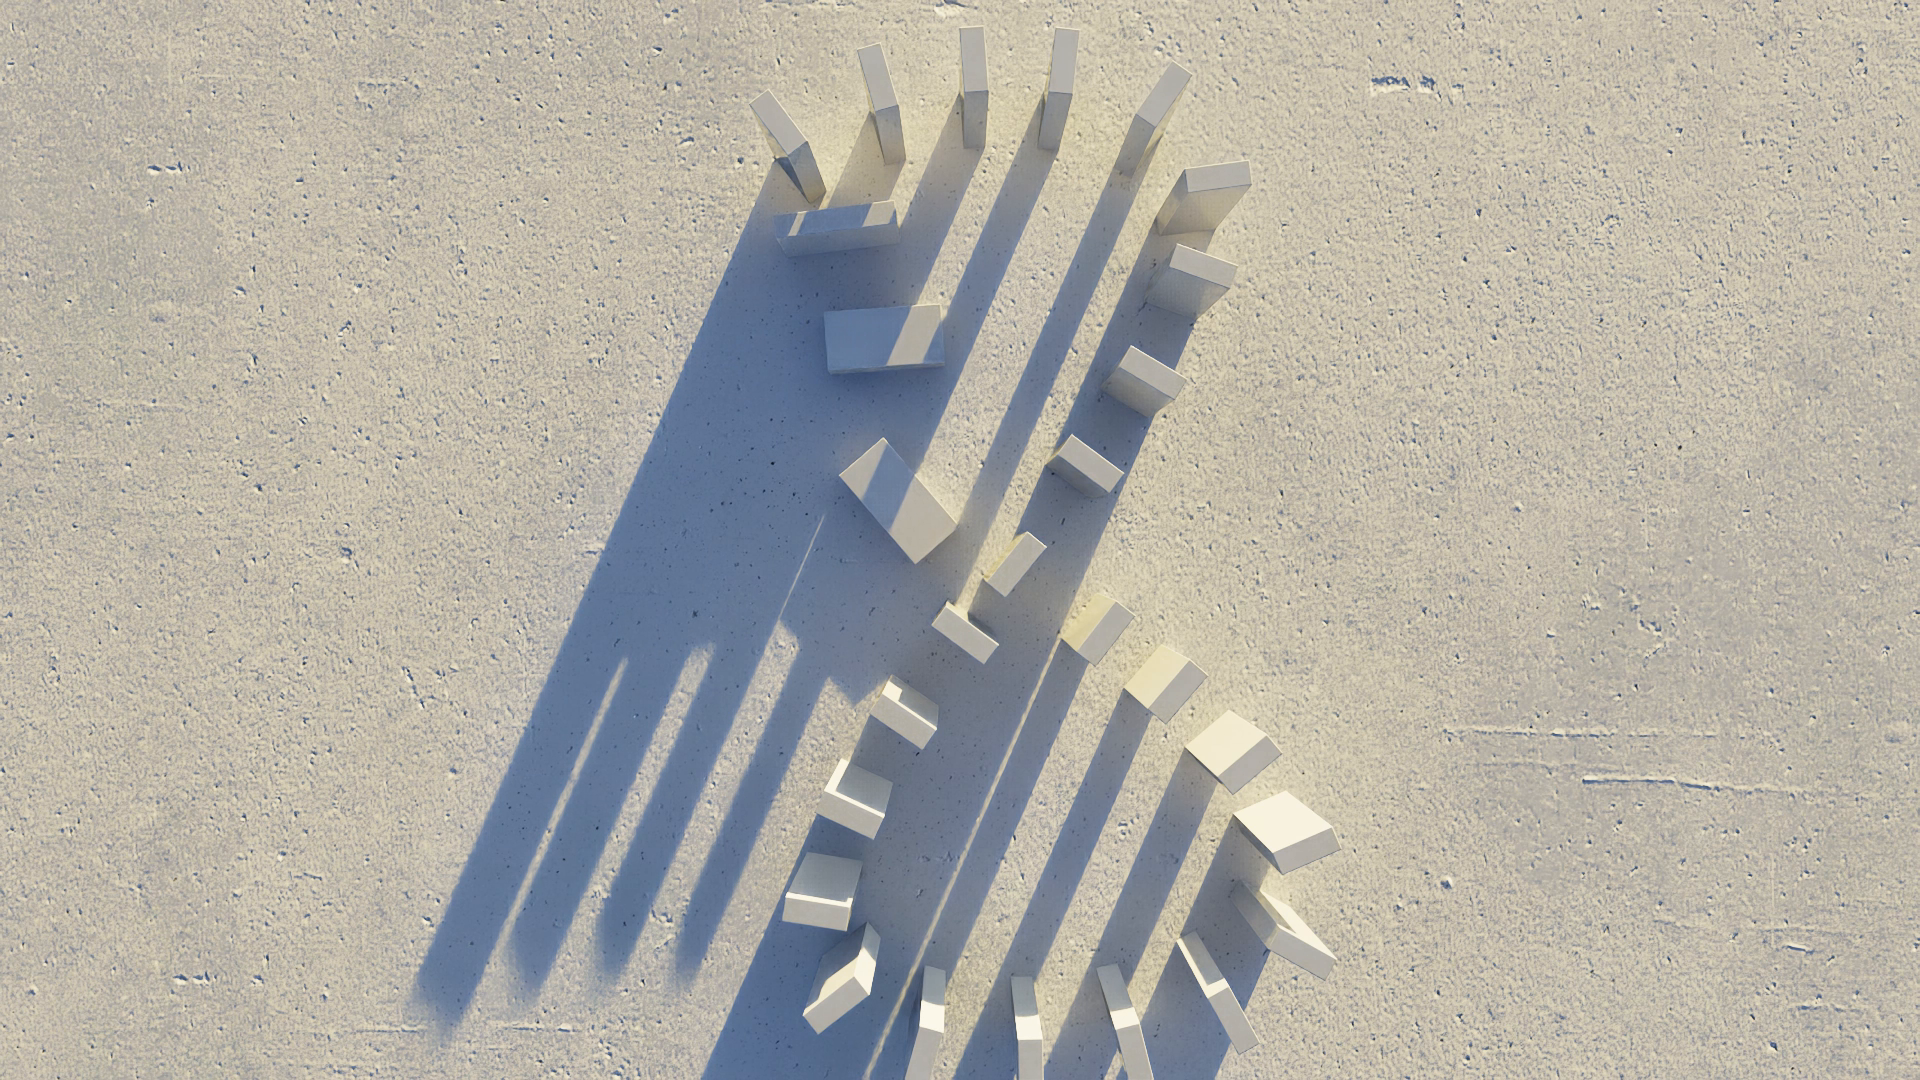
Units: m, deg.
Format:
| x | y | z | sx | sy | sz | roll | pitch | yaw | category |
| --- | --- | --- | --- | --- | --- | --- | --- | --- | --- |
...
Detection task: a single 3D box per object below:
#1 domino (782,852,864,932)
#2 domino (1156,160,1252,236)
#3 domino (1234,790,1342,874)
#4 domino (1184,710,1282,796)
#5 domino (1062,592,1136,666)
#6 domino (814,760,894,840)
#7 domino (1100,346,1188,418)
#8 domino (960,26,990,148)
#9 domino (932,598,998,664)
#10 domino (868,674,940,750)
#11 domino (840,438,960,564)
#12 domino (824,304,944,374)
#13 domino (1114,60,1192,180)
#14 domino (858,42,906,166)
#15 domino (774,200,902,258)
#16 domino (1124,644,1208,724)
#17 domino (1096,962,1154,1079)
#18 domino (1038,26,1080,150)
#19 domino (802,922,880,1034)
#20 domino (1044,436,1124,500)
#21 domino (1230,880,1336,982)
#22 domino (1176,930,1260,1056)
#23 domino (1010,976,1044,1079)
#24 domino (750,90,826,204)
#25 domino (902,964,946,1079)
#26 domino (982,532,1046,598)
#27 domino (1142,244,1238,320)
| x | y | z | sx | sy | sz | roll | pitch | yaw | category |
| --- | --- | --- | --- | --- | --- | --- | --- | --- | --- |
| -0.055 | 0.143 | 0.375 | 0.025 | 0.050 | 0.010 | 9 | 90 | 0 | domino |
| 0.099 | -0.139 | 0.375 | 0.025 | 0.050 | 0.009 | -8 | 90 | 0 | domino |
| 0.133 | 0.119 | 0.375 | 0.025 | 0.050 | 0.009 | -23 | 90 | 0 | domino |
| 0.111 | 0.086 | 0.375 | 0.025 | 0.050 | 0.009 | -40 | 90 | 0 | domino |
| 0.056 | 0.036 | 0.375 | 0.009 | 0.050 | 0.025 | 38 | 90 | 0 | domino |
| -0.042 | 0.105 | 0.375 | 0.025 | 0.050 | 0.009 | 25 | 90 | 0 | domino |
| 0.074 | -0.064 | 0.375 | 0.025 | 0.050 | 0.010 | 31 | 90 | 0 | domino |
| 0.005 | -0.184 | 0.375 | 0.010 | 0.050 | 0.025 | -4 | 90 | 0 | domino |
| 0.002 | 0.036 | 0.375 | 0.025 | 0.050 | 0.010 | 37 | 90 | 0 | domino |
| -0.022 | 0.069 | 0.375 | 0.025 | 0.050 | 0.009 | 34 | 90 | 0 | domino |
| -0.026 | -0.017 | 0.395 | 0.025 | 0.010 | 0.050 | -41 | 90 | 0 | domino |
| -0.032 | -0.087 | 0.395 | 0.050 | 0.010 | 0.025 | -4 | 90 | 0 | domino |
| 0.078 | -0.170 | 0.375 | 0.010 | 0.050 | 0.025 | 35 | 90 | 0 | domino |
| -0.031 | -0.177 | 0.375 | 0.009 | 0.050 | 0.025 | -16 | 90 | 0 | domino |
| -0.051 | -0.131 | 0.388 | 0.050 | 0.025 | 0.009 | -7 | 90 | 0 | domino |
| 0.083 | 0.058 | 0.375 | 0.010 | 0.050 | 0.025 | 41 | 90 | 0 | domino |
| 0.067 | 0.198 | 0.375 | 0.009 | 0.050 | 0.025 | -14 | 90 | 0 | domino |
| 0.040 | -0.183 | 0.375 | 0.010 | 0.050 | 0.025 | 7 | 90 | 0 | domino |
| -0.047 | 0.178 | 0.375 | 0.025 | 0.050 | 0.009 | -38 | 90 | 0 | domino |
| 0.050 | -0.029 | 0.375 | 0.025 | 0.050 | 0.010 | 37 | 90 | 0 | domino |
| 0.131 | 0.158 | 0.375 | 0.025 | 0.050 | 0.010 | 29 | 90 | 0 | domino |
| 0.105 | 0.184 | 0.375 | 0.009 | 0.050 | 0.025 | -29 | 90 | 0 | domino |
| 0.027 | 0.203 | 0.375 | 0.009 | 0.050 | 0.025 | -1 | 90 | 0 | domino |
| -0.069 | -0.160 | 0.375 | 0.010 | 0.050 | 0.025 | -37 | 90 | 0 | domino |
| -0.014 | 0.199 | 0.375 | 0.010 | 0.050 | 0.025 | 16 | 90 | 0 | domino |
| 0.022 | 0.009 | 0.375 | 0.009 | 0.050 | 0.025 | 39 | 90 | 0 | domino |
| 0.093 | -0.105 | 0.375 | 0.025 | 0.050 | 0.009 | 20 | 90 | 0 | domino |
